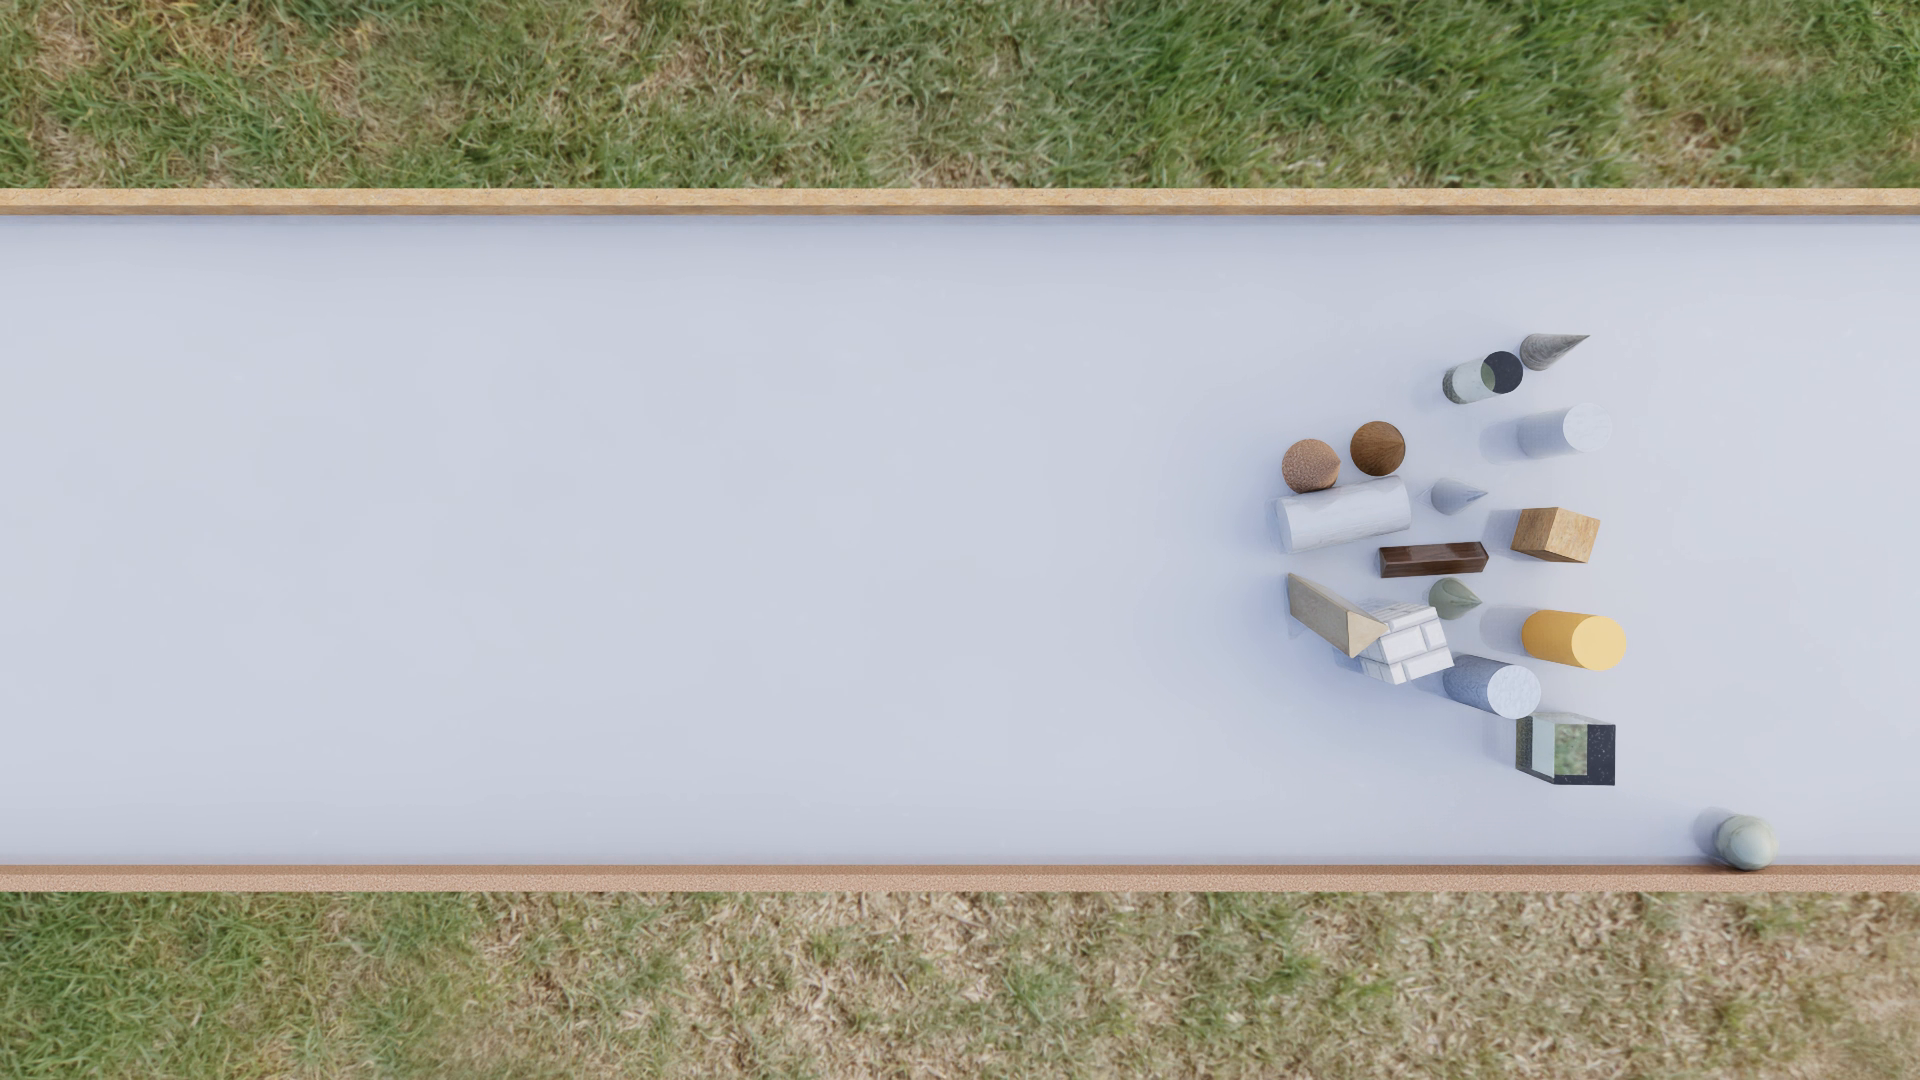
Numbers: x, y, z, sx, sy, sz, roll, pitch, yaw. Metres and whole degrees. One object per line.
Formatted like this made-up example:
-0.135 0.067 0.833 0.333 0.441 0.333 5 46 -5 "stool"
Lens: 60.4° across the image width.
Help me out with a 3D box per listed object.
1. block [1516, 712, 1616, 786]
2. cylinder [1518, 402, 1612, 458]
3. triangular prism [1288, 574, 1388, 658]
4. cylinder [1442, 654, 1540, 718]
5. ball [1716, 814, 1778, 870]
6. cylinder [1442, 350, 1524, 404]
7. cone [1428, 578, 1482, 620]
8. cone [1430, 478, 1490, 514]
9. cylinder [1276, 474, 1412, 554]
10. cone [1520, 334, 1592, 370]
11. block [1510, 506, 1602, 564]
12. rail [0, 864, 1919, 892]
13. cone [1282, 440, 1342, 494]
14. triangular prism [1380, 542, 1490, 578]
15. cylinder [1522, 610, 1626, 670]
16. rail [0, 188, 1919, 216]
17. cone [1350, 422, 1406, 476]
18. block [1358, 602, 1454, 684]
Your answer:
1.799 0.618 4.913 0.176 0.328 0.176 1 90 0 "block"
1.787 -0.321 4.886 0.140 0.381 0.140 0 90 0 "cylinder"
1.081 0.195 4.845 0.137 0.444 0.119 -38 107 0 "triangular prism"
1.561 0.429 4.862 0.152 0.430 0.152 0 90 0 "cylinder"
2.381 0.917 4.993 0.167 0.167 0.167 0 90 0 "ball"
1.546 -0.478 4.890 0.123 0.373 0.123 0 90 0 "cylinder"
1.509 0.180 4.915 0.133 0.322 0.133 0 90 0 "cone"
1.507 -0.135 4.884 0.115 0.386 0.115 0 90 0 "cone"
1.158 -0.078 4.991 0.362 0.172 0.172 -11 90 0 "cylinder"
1.780 -0.578 4.863 0.116 0.426 0.116 0 90 0 "cone"
1.774 -0.014 4.925 0.130 0.303 0.130 18 90 0 "block"
-2.247 1.025 5.001 12.000 0.150 0.050 0 90 0 "rail"
1.079 -0.223 4.872 0.177 0.409 0.177 0 90 0 "cone"
1.447 0.061 5.034 0.311 0.081 0.093 -3 90 0 "triangular prism"
1.806 0.292 4.869 0.156 0.415 0.156 0 90 0 "cylinder"
-2.247 -1.025 5.002 12.000 0.150 0.050 0 90 0 "rail"
1.286 -0.281 4.926 0.171 0.301 0.171 0 90 0 "cone"
1.302 0.303 4.896 0.176 0.361 0.176 -18 90 0 "block"
